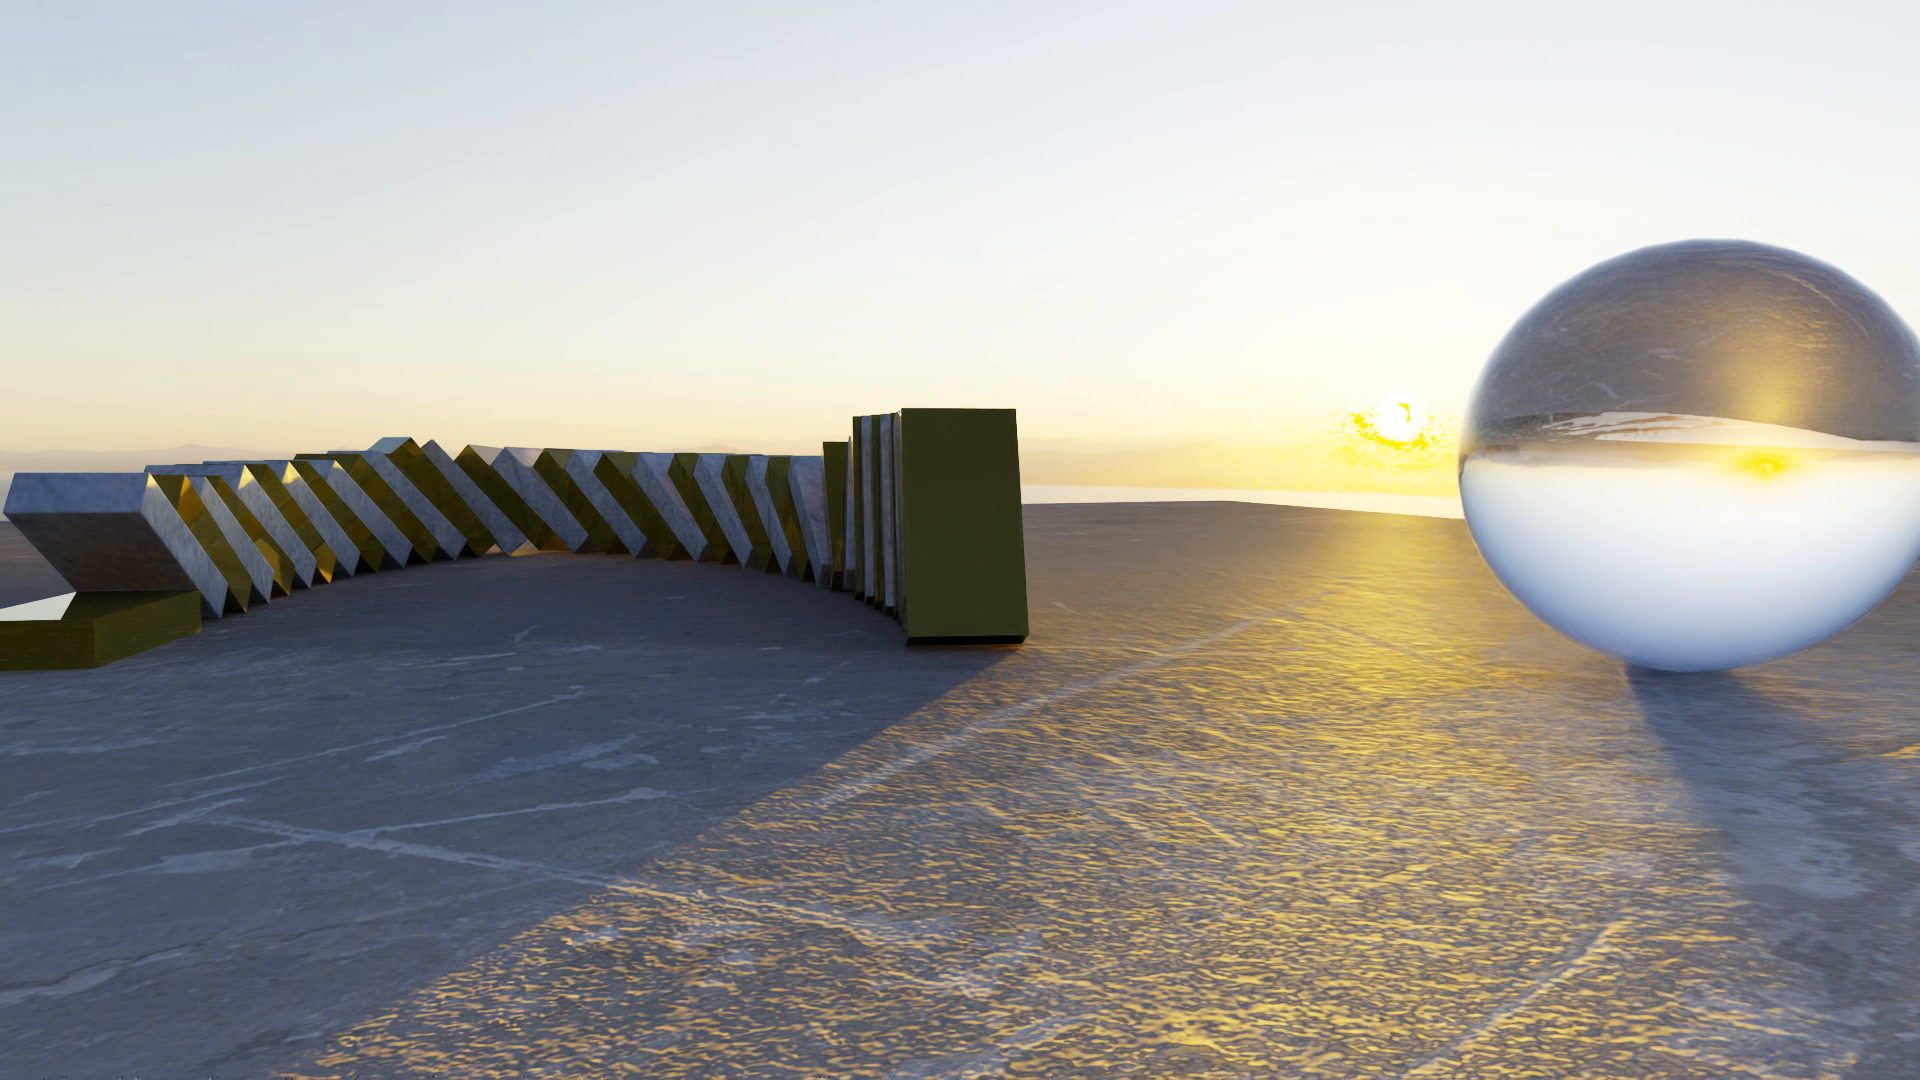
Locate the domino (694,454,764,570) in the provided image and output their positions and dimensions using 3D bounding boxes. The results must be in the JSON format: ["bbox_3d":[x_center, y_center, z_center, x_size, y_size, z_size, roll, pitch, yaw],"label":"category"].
[{"bbox_3d":[-0.073,-0.011,0.454,0.025,0.010,0.050,-3,44,-36],"label":"domino"}]

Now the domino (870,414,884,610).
[{"bbox_3d":[-0.010,-0.008,0.334,0.025,0.050,0.009,-1,-16,-7],"label":"domino"}]

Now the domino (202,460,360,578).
[{"bbox_3d":[-0.206,-0.005,0.389,0.025,0.010,0.050,0,-32,2],"label":"domino"}]

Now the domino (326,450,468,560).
[{"bbox_3d":[-0.202,-0.012,0.456,0.025,0.009,0.050,2,-37,25],"label":"domino"}]

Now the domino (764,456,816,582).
[{"bbox_3d":[-0.044,-0.008,0.414,0.025,0.010,0.050,-2,43,-25],"label":"domino"}]

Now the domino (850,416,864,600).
[{"bbox_3d":[-0.017,-0.009,0.353,0.025,0.050,0.009,-1,-16,-8],"label":"domino"}]

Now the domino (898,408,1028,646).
[{"bbox_3d":[0.000,-0.003,0.274,0.025,0.050,0.010,-1,-16,-7],"label":"domino"}]

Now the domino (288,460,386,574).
[{"bbox_3d":[-0.207,-0.007,0.406,0.025,0.009,0.050,1,-32,7],"label":"domino"}]

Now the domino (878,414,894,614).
[{"bbox_3d":[-0.007,-0.007,0.324,0.025,0.050,0.010,-1,-16,-7],"label":"domino"}]

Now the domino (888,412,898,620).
[{"bbox_3d":[-0.004,-0.006,0.314,0.025,0.050,0.009,-1,-16,-7],"label":"domino"}]

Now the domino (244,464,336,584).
[{"bbox_3d":[-0.204,-0.004,0.372,0.025,0.010,0.050,0,-32,-2],"label":"domino"}]

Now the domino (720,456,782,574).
[{"bbox_3d":[-0.062,-0.010,0.441,0.025,0.010,0.050,-3,43,-31],"label":"domino"}]

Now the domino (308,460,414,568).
[{"bbox_3d":[-0.205,-0.008,0.422,0.025,0.010,0.050,1,-32,10],"label":"domino"}]

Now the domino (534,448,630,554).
[{"bbox_3d":[-0.141,-0.015,0.499,0.050,0.010,0.025,46,21,19],"label":"domino"}]

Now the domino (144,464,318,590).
[{"bbox_3d":[-0.202,-0.003,0.356,0.025,0.009,0.050,-1,-32,-3],"label":"domino"}]

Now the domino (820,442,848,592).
[{"bbox_3d":[-0.027,-0.008,0.384,0.025,0.050,0.010,0,-39,-11],"label":"domino"}]

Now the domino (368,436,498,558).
[{"bbox_3d":[-0.196,-0.016,0.476,0.025,0.050,0.009,4,45,44],"label":"domino"}]

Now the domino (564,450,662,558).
[{"bbox_3d":[-0.126,-0.014,0.491,0.050,0.010,0.025,47,25,21],"label":"domino"}]

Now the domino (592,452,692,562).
[{"bbox_3d":[-0.113,-0.013,0.483,0.050,0.010,0.025,46,26,22],"label":"domino"}]

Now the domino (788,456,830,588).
[{"bbox_3d":[-0.036,-0.007,0.399,0.025,0.010,0.050,-2,43,-20],"label":"domino"}]

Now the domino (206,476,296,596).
[{"bbox_3d":[-0.199,0.000,0.338,0.025,0.009,0.050,0,-28,-5],"label":"domino"}]

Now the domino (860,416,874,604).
[{"bbox_3d":[-0.013,-0.008,0.344,0.025,0.050,0.009,-1,-16,-7],"label":"domino"}]

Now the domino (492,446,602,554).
[{"bbox_3d":[-0.157,-0.016,0.502,0.050,0.010,0.025,44,13,11],"label":"domino"}]

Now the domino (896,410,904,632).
[{"bbox_3d":[-0.001,-0.005,0.294,0.025,0.050,0.010,-1,-16,-7],"label":"domino"}]

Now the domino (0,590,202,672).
[{"bbox_3d":[-0.181,0.018,0.265,0.025,0.010,0.050,-1,4,-10],"label":"domino"}]

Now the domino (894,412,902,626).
[{"bbox_3d":[-0.002,-0.005,0.304,0.025,0.050,0.009,-1,-16,-7],"label":"domino"}]

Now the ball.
[{"bbox_3d":[0.135,-0.015,0.239,0.080,0.080,0.080,0,4,0],"label":"ball"}]

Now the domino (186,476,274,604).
[{"bbox_3d":[-0.193,0.001,0.320,0.025,0.009,0.050,-1,-28,-9],"label":"domino"}]

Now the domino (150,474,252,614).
[{"bbox_3d":[-0.188,0.002,0.302,0.025,0.009,0.050,0,-29,-11],"label":"domino"}]

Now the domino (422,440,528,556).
[{"bbox_3d":[-0.188,-0.016,0.491,0.010,0.050,0.025,-44,20,-15],"label":"domino"}]

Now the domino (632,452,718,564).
[{"bbox_3d":[-0.098,-0.013,0.475,0.025,0.010,0.050,-5,46,-49],"label":"domino"}]

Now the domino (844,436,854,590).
[{"bbox_3d":[-0.021,-0.008,0.373,0.025,0.050,0.010,4,-39,-8],"label":"domino"}]

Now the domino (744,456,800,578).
[{"bbox_3d":[-0.053,-0.009,0.428,0.025,0.010,0.050,-2,43,-27],"label":"domino"}]

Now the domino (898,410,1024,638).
[{"bbox_3d":[0.000,-0.004,0.284,0.025,0.050,0.009,-1,-16,-7],"label":"domino"}]

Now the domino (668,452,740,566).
[{"bbox_3d":[-0.084,-0.012,0.466,0.025,0.010,0.050,-3,44,-40],"label":"domino"}]

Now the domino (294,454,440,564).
[{"bbox_3d":[-0.204,-0.010,0.439,0.025,0.010,0.050,1,-35,15],"label":"domino"}]

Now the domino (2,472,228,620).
[{"bbox_3d":[-0.184,0.003,0.284,0.025,0.009,0.050,0,-29,-11],"label":"domino"}]

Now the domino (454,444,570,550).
[{"bbox_3d":[-0.173,-0.017,0.505,0.050,0.009,0.025,44,8,7],"label":"domino"}]
